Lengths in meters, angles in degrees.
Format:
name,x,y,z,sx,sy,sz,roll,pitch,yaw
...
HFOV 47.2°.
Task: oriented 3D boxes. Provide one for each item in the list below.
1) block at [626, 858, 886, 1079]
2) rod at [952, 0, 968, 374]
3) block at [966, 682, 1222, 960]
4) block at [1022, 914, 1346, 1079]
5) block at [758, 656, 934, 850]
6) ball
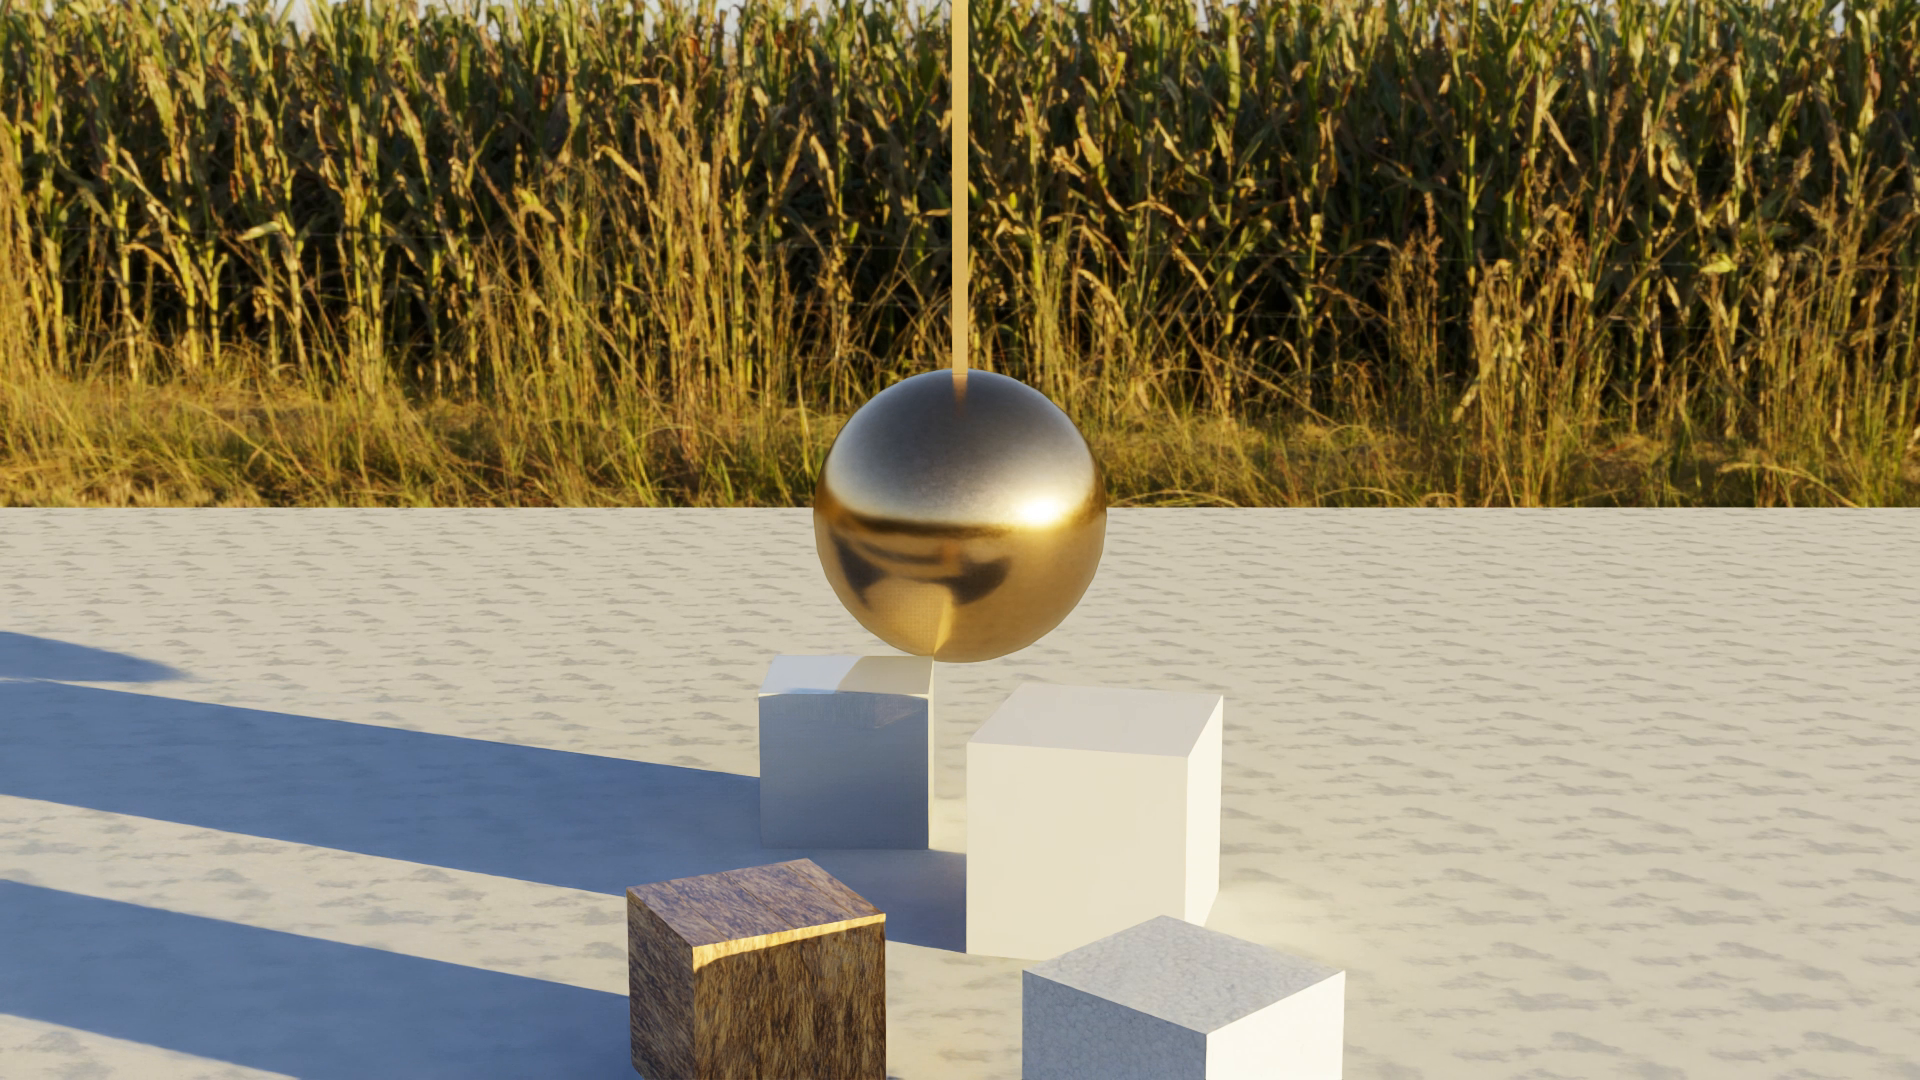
name,x,y,z,sx,sy,sz,roll,pitch,yaw
block,-0.769,1.693,8.252,0.745,0.716,0.713,-5,12,-27
rod,0.000,-3.371,10.908,0.080,5.200,0.080,0,18,0
block,0.627,1.265,9.938,0.957,0.955,1.095,3,11,14
block,0.737,1.816,7.326,0.768,0.806,0.736,10,14,43
block,-0.570,1.083,11.371,0.842,0.800,0.827,0,10,1
ball,0.000,-0.132,11.942,1.600,1.600,1.600,0,10,0
